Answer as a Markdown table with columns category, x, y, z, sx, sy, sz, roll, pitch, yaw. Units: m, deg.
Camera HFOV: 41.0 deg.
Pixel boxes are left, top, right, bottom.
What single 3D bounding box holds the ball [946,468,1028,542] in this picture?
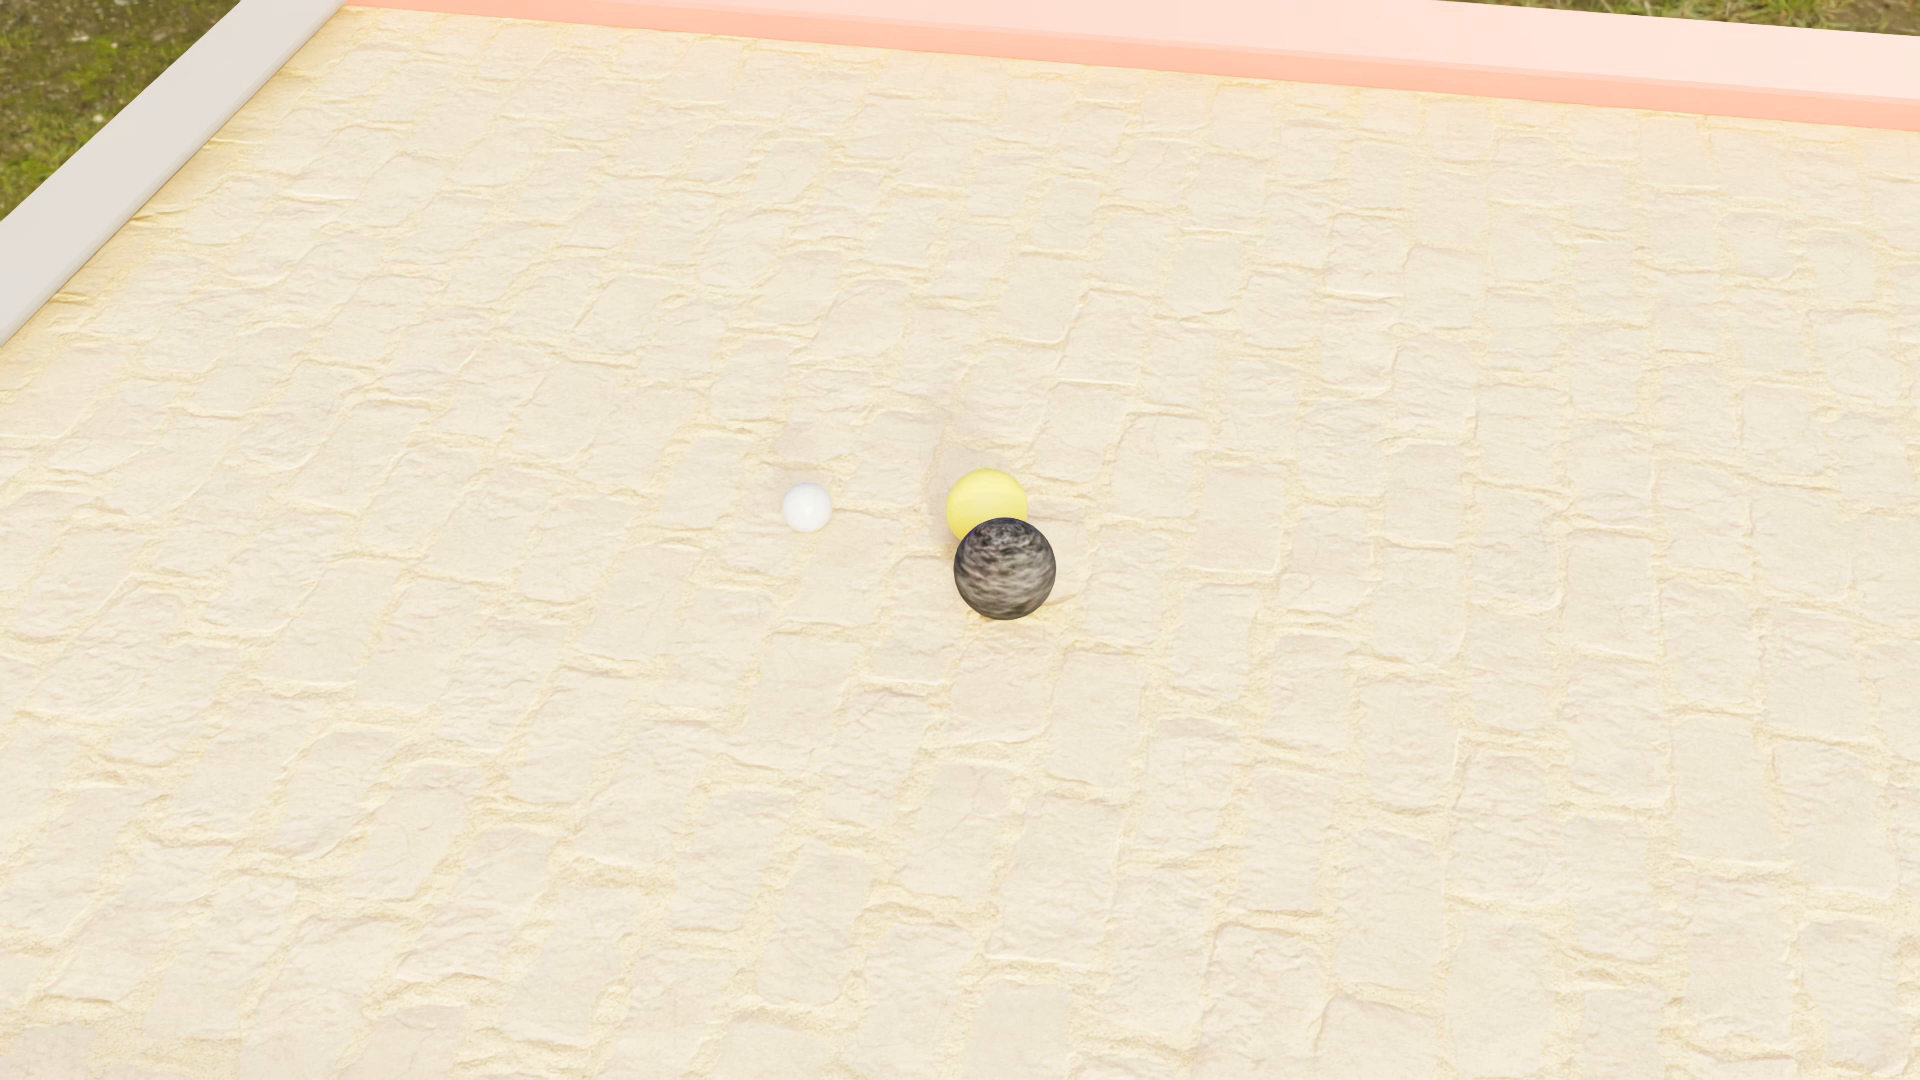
| category | x | y | z | sx | sy | sz | roll | pitch | yaw |
| --- | --- | --- | --- | --- | --- | --- | --- | --- | --- |
| ball | 0.021 | -0.024 | 1.969 | 0.063 | 0.063 | 0.063 | 0 | 34 | 0 |

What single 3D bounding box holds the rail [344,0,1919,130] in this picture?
| category | x | y | z | sx | sy | sz | roll | pitch | yaw |
| --- | --- | --- | --- | --- | --- | --- | --- | --- | --- |
| rail | 1.050 | -0.433 | 2.533 | 3.553 | 0.099 | 0.045 | 6 | 35 | 9 |

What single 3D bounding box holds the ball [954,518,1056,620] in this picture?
| category | x | y | z | sx | sy | sz | roll | pitch | yaw |
| --- | --- | --- | --- | --- | --- | --- | --- | --- | --- |
| ball | 0.033 | 0.021 | 1.893 | 0.076 | 0.076 | 0.076 | 0 | 34 | 0 |

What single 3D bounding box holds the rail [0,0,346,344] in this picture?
| category | x | y | z | sx | sy | sz | roll | pitch | yaw |
| --- | --- | --- | --- | --- | --- | --- | --- | --- | --- |
| rail | -0.848 | -0.111 | 2.064 | 0.045 | 0.099 | 1.895 | 6 | 35 | 9 |

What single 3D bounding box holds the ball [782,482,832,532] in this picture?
| category | x | y | z | sx | sy | sz | roll | pitch | yaw |
| --- | --- | --- | --- | --- | --- | --- | --- | --- | --- |
| ball | -0.119 | -0.026 | 1.993 | 0.040 | 0.040 | 0.040 | 0 | 34 | 0 |
